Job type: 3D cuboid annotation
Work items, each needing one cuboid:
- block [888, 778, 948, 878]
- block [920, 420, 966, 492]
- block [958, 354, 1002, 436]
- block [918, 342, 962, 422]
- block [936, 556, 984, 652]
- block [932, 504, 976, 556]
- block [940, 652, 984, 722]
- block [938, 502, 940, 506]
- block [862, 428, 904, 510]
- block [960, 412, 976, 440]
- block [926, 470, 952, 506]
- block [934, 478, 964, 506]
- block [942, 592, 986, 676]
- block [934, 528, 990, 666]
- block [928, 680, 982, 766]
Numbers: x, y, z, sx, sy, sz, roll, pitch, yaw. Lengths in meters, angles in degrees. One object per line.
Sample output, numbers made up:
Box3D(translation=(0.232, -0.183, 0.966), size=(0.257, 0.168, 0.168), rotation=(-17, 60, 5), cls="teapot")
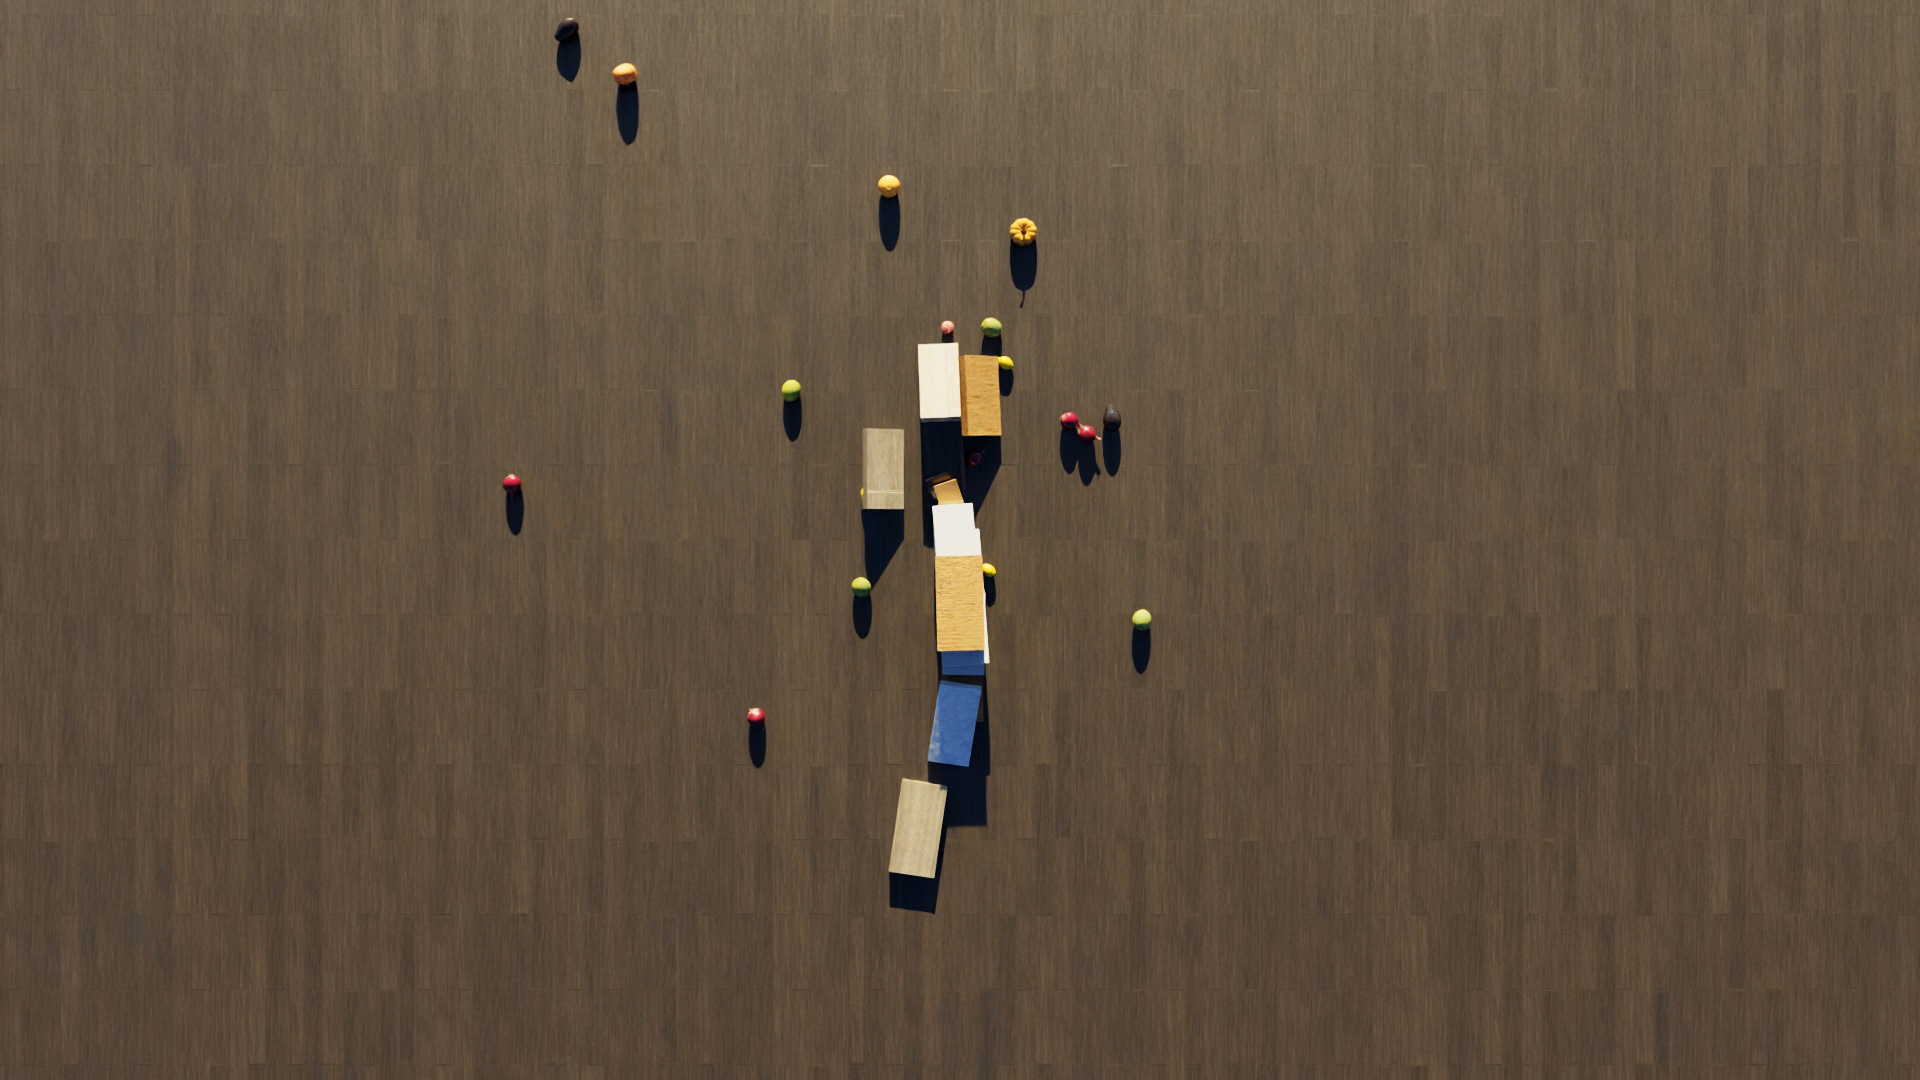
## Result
Box3D(translation=(-0.139, 0.957, 5.478), size=(0.153, 0.043, 0.305), rotation=(8, 90, 0), cls="block")
Box3D(translation=(-0.055, -0.293, 5.452), size=(0.131, 0.037, 0.262), rotation=(-5, 103, 0), cls="block")
Box3D(translation=(0.066, -0.476, 5.448), size=(0.132, 0.037, 0.264), rotation=(-3, 90, -33), cls="block")
Box3D(translation=(-0.067, -0.517, 5.418), size=(0.131, 0.037, 0.262), rotation=(-3, 72, 1), cls="block")
Box3D(translation=(0.000, 0.204, 5.331), size=(0.153, 0.043, 0.305), rotation=(-1, 86, 0), cls="block")
Box3D(translation=(-0.009, 0.078, 5.380), size=(0.132, 0.037, 0.386), rotation=(-4, 86, 0), cls="block")
Box3D(translation=(0.007, 0.466, 5.481), size=(0.137, 0.039, 0.274), rotation=(-1, 90, 0), cls="block")
Box3D(translation=(-0.029, -0.048, 5.467), size=(0.077, 0.022, 0.155), rotation=(-5, 107, 0), cls="block")
Box3D(translation=(-0.254, -0.234, 5.453), size=(0.132, 0.037, 0.264), rotation=(0, 90, -28), cls="block")
Box3D(translation=(-0.020, -0.464, 5.481), size=(0.131, 0.037, 0.262), rotation=(-3, 90, 0), cls="block")
Box3D(translation=(-0.047, -0.145, 5.458), size=(0.077, 0.022, 0.155), rotation=(-21, 111, 6), cls="block")
Box3D(translation=(-0.025, -0.116, 5.423), size=(0.077, 0.022, 0.155), rotation=(-18, 101, 2), cls="block")
Box3D(translation=(0.013, 0.308, 5.444), size=(0.137, 0.039, 0.274), rotation=(1, 84, 0), cls="block")
Box3D(translation=(0.003, 0.189, 5.416), size=(0.153, 0.043, 0.441), rotation=(-4, 84, 0), cls="block")
Box3D(translation=(-0.019, 0.606, 5.442), size=(0.137, 0.039, 0.274), rotation=(8, 105, -3), cls="block")
